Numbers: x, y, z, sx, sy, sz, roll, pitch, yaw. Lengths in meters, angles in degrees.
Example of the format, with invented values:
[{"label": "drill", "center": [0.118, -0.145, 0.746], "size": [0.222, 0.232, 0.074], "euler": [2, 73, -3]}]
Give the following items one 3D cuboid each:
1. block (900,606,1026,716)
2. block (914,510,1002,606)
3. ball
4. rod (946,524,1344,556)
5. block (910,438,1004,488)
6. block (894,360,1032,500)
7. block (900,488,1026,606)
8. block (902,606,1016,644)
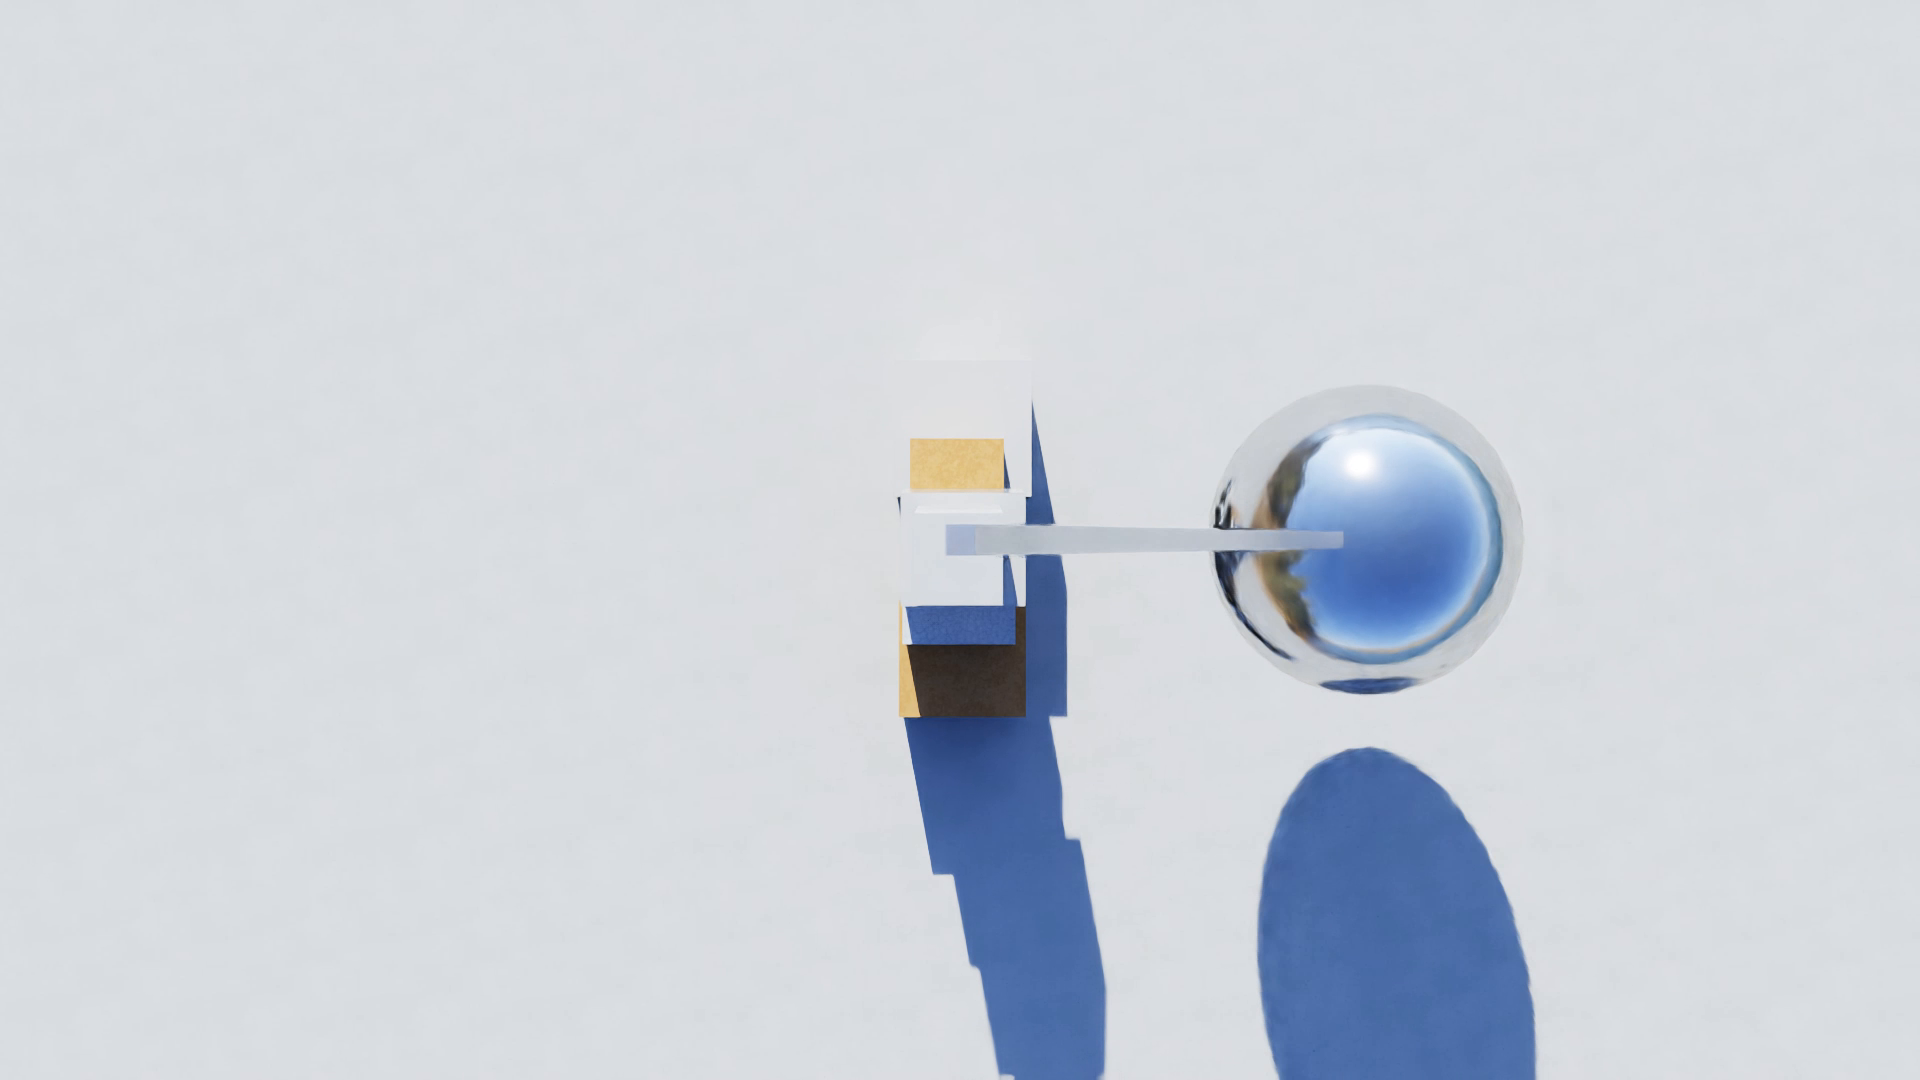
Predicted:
[{"label": "block", "center": [0.013, 0.672, 12.689], "size": [0.713, 0.622, 0.649], "euler": [0, 90, 0]}, {"label": "block", "center": [-0.006, 0.082, 10.984], "size": [0.432, 0.422, 0.451], "euler": [0, 93, 0]}, {"label": "ball", "center": [2.074, 0.000, 11.287], "size": [1.600, 1.600, 1.600], "euler": [0, 90, 0]}, {"label": "rod", "center": [0.899, 0.000, 8.096], "size": [0.080, 5.200, 0.080], "euler": [0, 90, 20]}, {"label": "block", "center": [-0.017, -0.291, 11.956], "size": [0.500, 0.457, 0.513], "euler": [0, 92, 0]}, {"label": "block", "center": [0.013, -0.618, 12.593], "size": [0.766, 0.814, 0.755], "euler": [0, 90, 0]}, {"label": "block", "center": [0.016, 0.033, 11.465], "size": [0.635, 0.546, 0.578], "euler": [0, 93, 0]}, {"label": "block", "center": [-0.005, 0.265, 12.066], "size": [0.603, 0.622, 0.586], "euler": [0, 90, 0]}]
